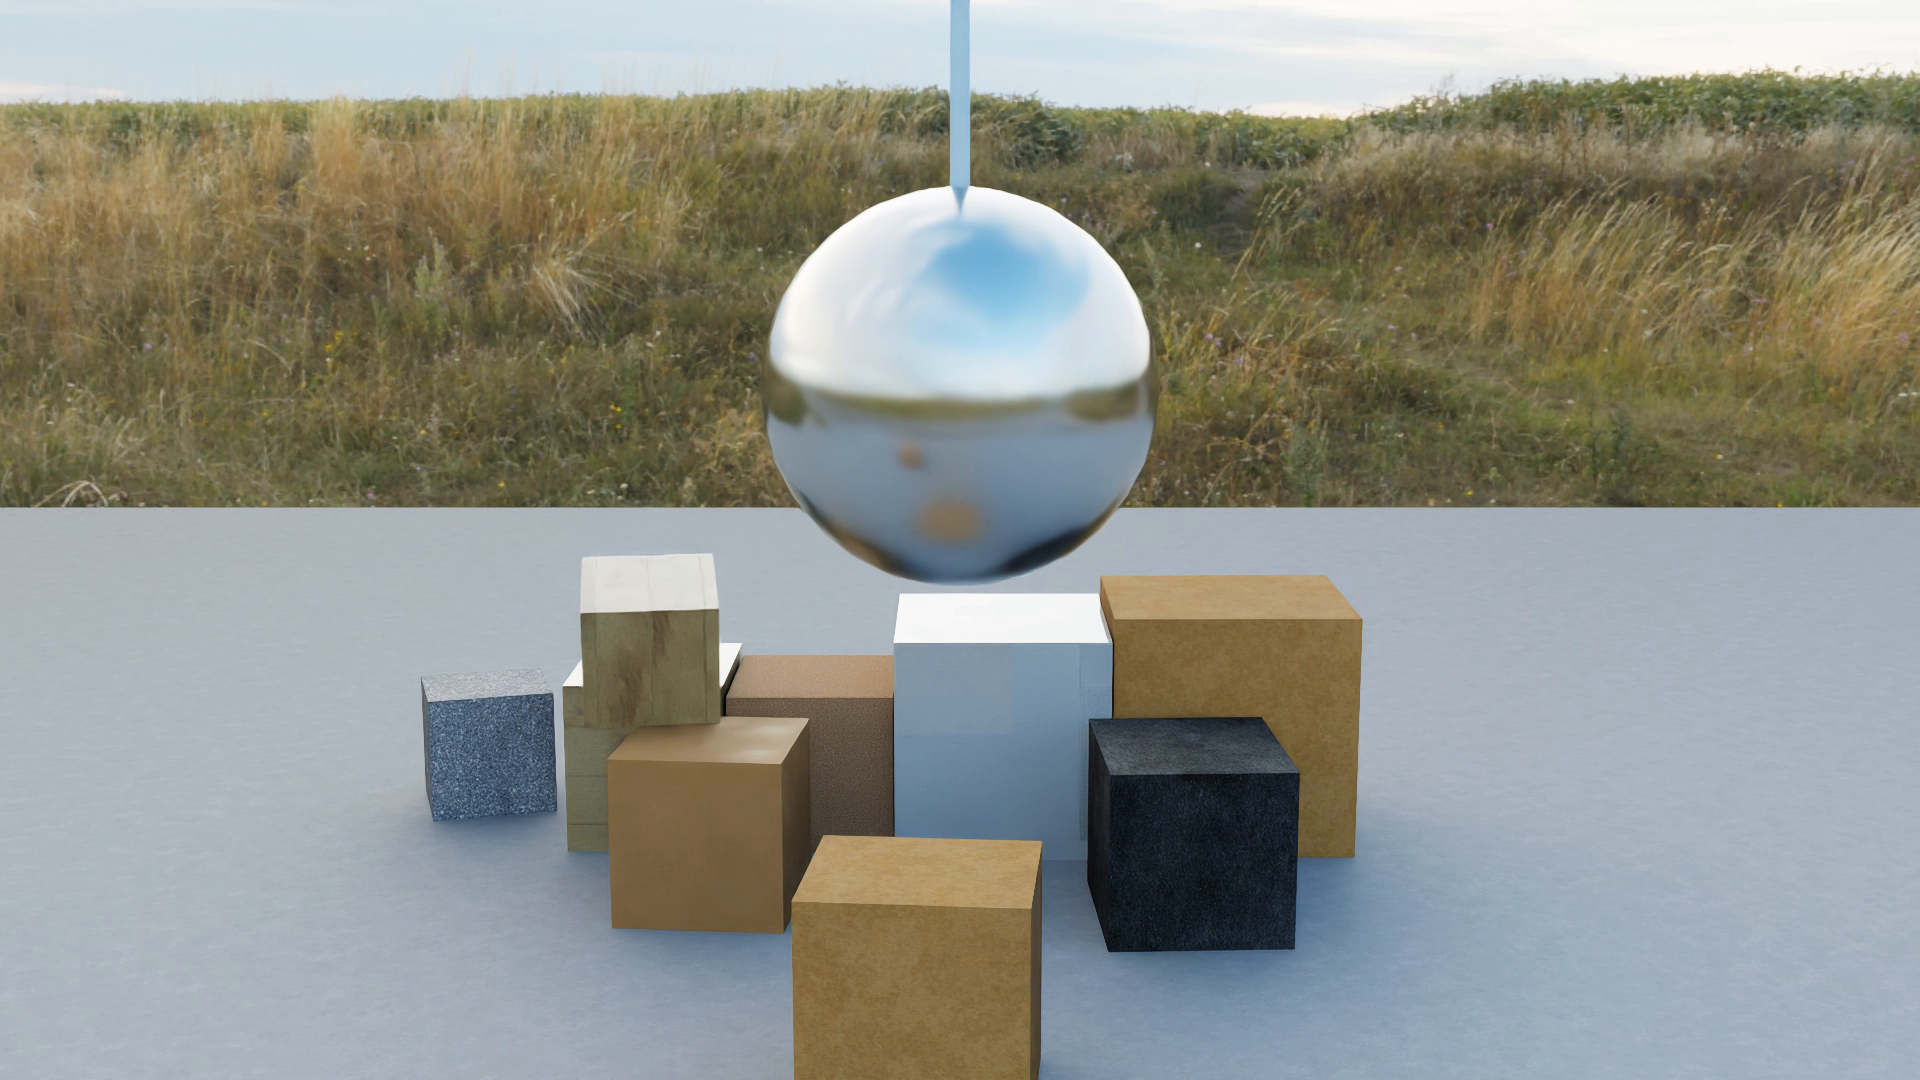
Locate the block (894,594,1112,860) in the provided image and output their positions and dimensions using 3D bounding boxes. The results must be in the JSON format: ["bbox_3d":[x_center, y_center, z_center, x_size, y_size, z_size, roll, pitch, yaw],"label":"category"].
[{"bbox_3d":[0.209,0.936,11.339,1.062,1.102,1.166,0,10,0],"label":"block"}]

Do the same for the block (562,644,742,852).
[{"bbox_3d":[-1.565,1.055,11.385,0.792,0.851,0.937,0,10,0],"label":"block"}]

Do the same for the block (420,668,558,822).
[{"bbox_3d":[-2.529,1.086,11.792,0.642,0.644,0.588,-3,11,-17],"label":"block"}]

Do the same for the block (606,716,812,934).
[{"bbox_3d":[-1.145,1.301,10.202,0.785,0.789,0.781,1,10,5],"label":"block"}]

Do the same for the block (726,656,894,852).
[{"bbox_3d":[-0.743,1.087,11.366,0.823,0.795,0.913,0,10,0],"label":"block"}]

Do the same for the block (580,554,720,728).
[{"bbox_3d":[-1.488,0.475,10.563,0.634,0.587,0.711,-2,21,-8],"label":"block"}]

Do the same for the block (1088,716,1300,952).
[{"bbox_3d":[1.041,1.323,10.040,0.823,0.805,0.940,0,10,-2],"label":"block"}]

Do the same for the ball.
[{"bbox_3d":[0.000,-0.611,8.839,1.600,1.600,1.600,0,10,0],"label":"ball"}]

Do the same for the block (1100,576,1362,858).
[{"bbox_3d":[1.354,0.882,11.334,1.205,1.210,1.091,0,10,0],"label":"block"}]

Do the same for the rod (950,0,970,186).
[{"bbox_3d":[0.000,-3.947,9.496,0.080,5.200,0.080,0,-11,0],"label":"rod"}]

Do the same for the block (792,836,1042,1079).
[{"bbox_3d":[-0.139,1.637,8.123,0.841,0.873,0.753,1,10,5],"label":"block"}]
